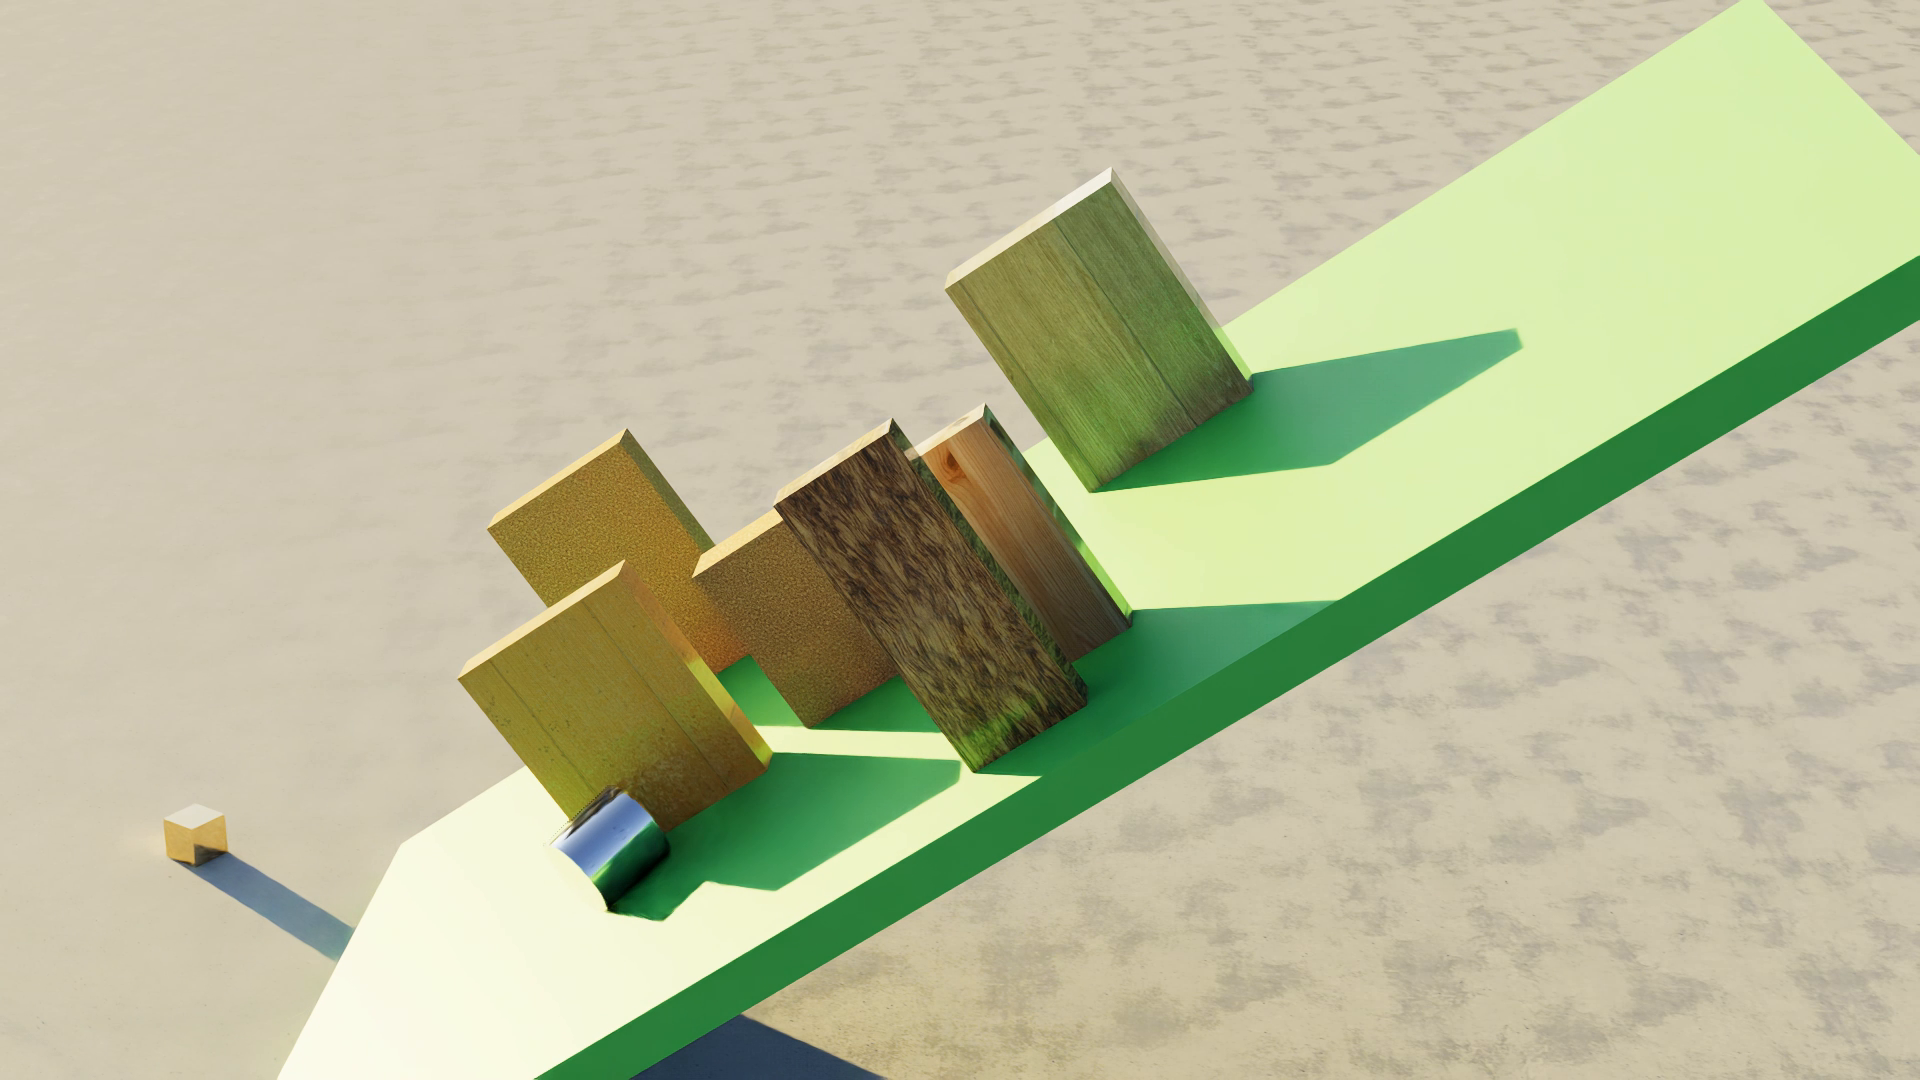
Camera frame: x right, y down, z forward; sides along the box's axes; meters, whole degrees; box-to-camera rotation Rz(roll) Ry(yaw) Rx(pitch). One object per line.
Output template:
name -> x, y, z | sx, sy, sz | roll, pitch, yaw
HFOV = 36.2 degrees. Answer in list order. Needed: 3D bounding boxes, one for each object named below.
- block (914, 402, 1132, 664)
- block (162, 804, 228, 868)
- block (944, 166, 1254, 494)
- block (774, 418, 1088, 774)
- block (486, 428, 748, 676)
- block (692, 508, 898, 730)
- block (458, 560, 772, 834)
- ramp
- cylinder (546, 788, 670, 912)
block -> 0.013, 0.063, 5.728 | 0.435, 0.514, 0.085 | -32, 16, 15
block -> -2.036, 0.787, 7.835 | 0.113, 0.113, 0.113 | 14, 25, 33
block -> 0.312, -0.462, 6.534 | 0.438, 0.572, 0.132 | -32, 16, 15
block -> -0.050, 0.108, 5.477 | 0.260, 0.646, 0.082 | -32, 16, 15
block -> -0.804, 0.091, 7.219 | 0.408, 0.617, 0.106 | -32, 16, 15
block -> -0.308, 0.136, 6.375 | 0.344, 0.426, 0.134 | -32, 16, 15
block -> -0.744, 0.381, 6.371 | 0.435, 0.541, 0.097 | -32, 16, 15
ramp -> 0.137, 0.173, 6.303 | 4.000, 0.100, 2.000 | -32, 16, 15
cylinder -> -0.747, 0.655, 6.232 | 0.186, 0.186, 0.186 | -43, 40, -23
